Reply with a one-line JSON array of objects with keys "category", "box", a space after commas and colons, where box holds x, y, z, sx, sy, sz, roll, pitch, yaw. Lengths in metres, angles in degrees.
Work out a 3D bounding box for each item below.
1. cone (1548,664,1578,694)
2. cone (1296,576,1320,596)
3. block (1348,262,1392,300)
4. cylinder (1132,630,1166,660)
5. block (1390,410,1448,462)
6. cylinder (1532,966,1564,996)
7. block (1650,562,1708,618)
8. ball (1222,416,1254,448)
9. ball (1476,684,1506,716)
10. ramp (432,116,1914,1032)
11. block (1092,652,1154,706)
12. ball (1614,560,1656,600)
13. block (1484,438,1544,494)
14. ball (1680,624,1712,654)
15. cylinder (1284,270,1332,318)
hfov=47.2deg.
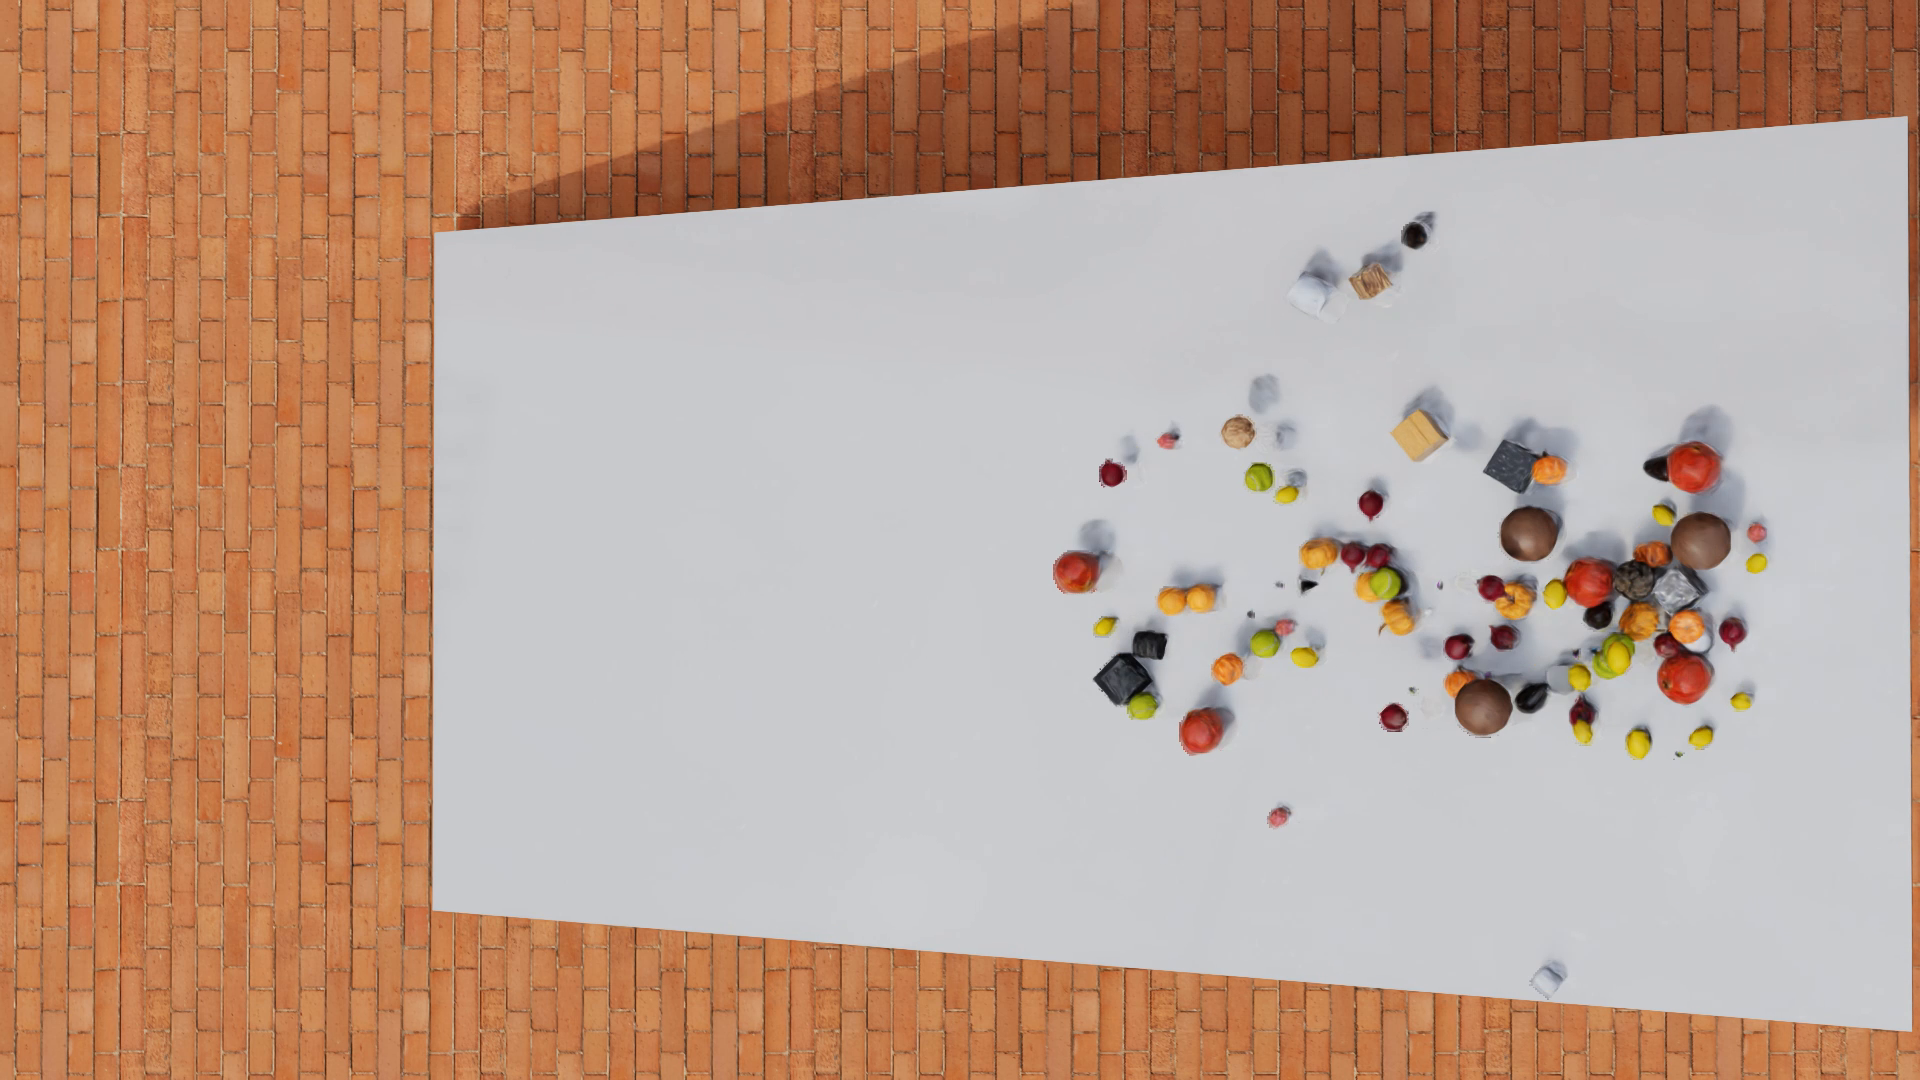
[{"category": "cone", "box": [1.382, 0.337, 5.091, 0.074, 0.074, 0.074, 3, 65, -5]}, {"category": "cone", "box": [0.852, 0.109, 5.359, 0.052, 0.052, 0.052, -7, 89, -2]}, {"category": "block", "box": [0.978, -0.617, 5.248, 0.064, 0.064, 0.064, -33, 99, -7]}, {"category": "cylinder", "box": [0.474, 0.264, 5.510, 0.065, 0.065, 0.065, 8, 89, 25]}, {"category": "block", "box": [1.090, -0.247, 5.217, 0.087, 0.087, 0.087, -41, 74, 19]}, {"category": "cylinder", "box": [1.363, 1.022, 5.094, 0.053, 0.053, 0.053, 39, 89, 20]}, {"category": "block", "box": [1.621, 0.111, 4.961, 0.082, 0.082, 0.082, -45, 72, 29]}, {"category": "ball", "box": [0.672, -0.260, 5.318, 0.079, 0.079, 0.079, 0, 89, 0]}, {"category": "ball", "box": [1.243, 0.375, 5.147, 0.072, 0.072, 0.072, 0, 89, 0]}, {"category": "ramp", "box": [0.282, 0.082, 5.692, 4.000, 0.100, 2.000, 0, 89, 25]}, {"category": "block", "box": [0.410, 0.350, 5.523, 0.092, 0.092, 0.092, -47, 72, 17]}, {"category": "ball", "box": [1.514, 0.090, 4.936, 0.089, 0.089, 0.089, 0, 89, 0]}, {"category": "block", "box": [1.290, -0.172, 5.122, 0.091, 0.091, 0.091, 35, 103, 21]}, {"category": "ball", "box": [1.660, 0.224, 4.958, 0.068, 0.068, 0.068, 0, 89, 0]}, {"category": "cylinder", "box": [0.842, -0.593, 5.311, 0.085, 0.085, 0.085, 32, 89, 4]}]
